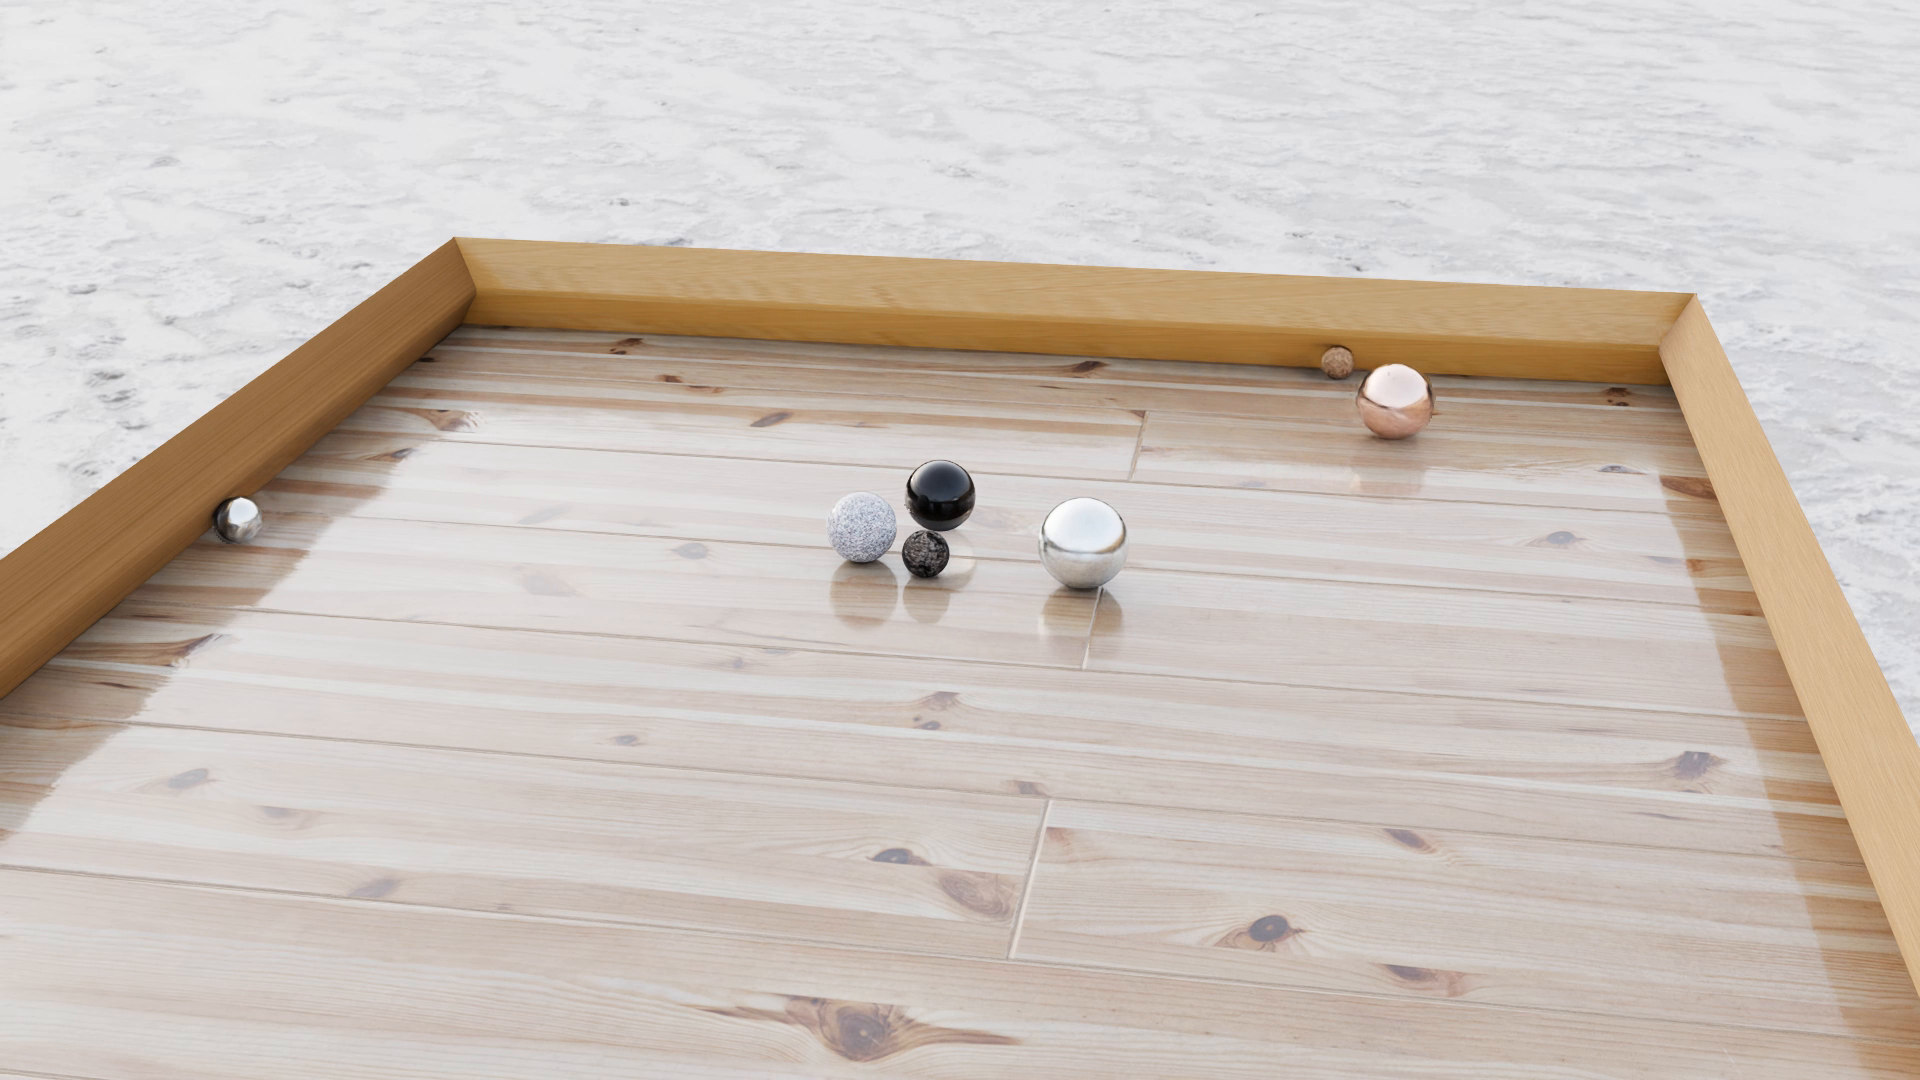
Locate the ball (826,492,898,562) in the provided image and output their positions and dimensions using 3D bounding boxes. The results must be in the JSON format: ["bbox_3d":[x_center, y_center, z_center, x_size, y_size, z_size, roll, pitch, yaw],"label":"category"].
[{"bbox_3d":[-0.106,-0.014,2.357,0.077,0.077,0.077,0,23,0],"label":"ball"}]

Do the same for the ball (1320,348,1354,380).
[{"bbox_3d":[0.500,-0.235,2.915,0.042,0.042,0.042,0,23,0],"label":"ball"}]

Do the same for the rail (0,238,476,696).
[{"bbox_3d":[-0.930,0.207,1.777,0.045,0.125,2.960,4,23,9],"label":"rail"}]

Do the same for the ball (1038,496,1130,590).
[{"bbox_3d":[0.129,0.003,2.292,0.096,0.096,0.096,0,23,0],"label":"ball"}]

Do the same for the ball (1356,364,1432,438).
[{"bbox_3d":[0.534,-0.171,2.702,0.092,0.092,0.092,0,23,0],"label":"ball"}]

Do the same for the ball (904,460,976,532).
[{"bbox_3d":[-0.022,-0.049,2.435,0.080,0.080,0.080,0,23,0],"label":"ball"}]

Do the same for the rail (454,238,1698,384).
[{"bbox_3d":[0.116,-0.306,2.975,1.690,0.125,0.045,4,23,9],"label":"rail"}]

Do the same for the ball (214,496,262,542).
[{"bbox_3d":[-0.791,-0.022,2.409,0.051,0.051,0.051,0,23,0],"label":"ball"}]

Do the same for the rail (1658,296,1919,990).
[{"bbox_3d":[0.691,0.312,1.532,0.045,0.125,2.960,4,23,9],"label":"rail"}]

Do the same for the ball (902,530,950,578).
[{"bbox_3d":[-0.036,0.014,2.323,0.051,0.051,0.051,0,23,0],"label":"ball"}]
